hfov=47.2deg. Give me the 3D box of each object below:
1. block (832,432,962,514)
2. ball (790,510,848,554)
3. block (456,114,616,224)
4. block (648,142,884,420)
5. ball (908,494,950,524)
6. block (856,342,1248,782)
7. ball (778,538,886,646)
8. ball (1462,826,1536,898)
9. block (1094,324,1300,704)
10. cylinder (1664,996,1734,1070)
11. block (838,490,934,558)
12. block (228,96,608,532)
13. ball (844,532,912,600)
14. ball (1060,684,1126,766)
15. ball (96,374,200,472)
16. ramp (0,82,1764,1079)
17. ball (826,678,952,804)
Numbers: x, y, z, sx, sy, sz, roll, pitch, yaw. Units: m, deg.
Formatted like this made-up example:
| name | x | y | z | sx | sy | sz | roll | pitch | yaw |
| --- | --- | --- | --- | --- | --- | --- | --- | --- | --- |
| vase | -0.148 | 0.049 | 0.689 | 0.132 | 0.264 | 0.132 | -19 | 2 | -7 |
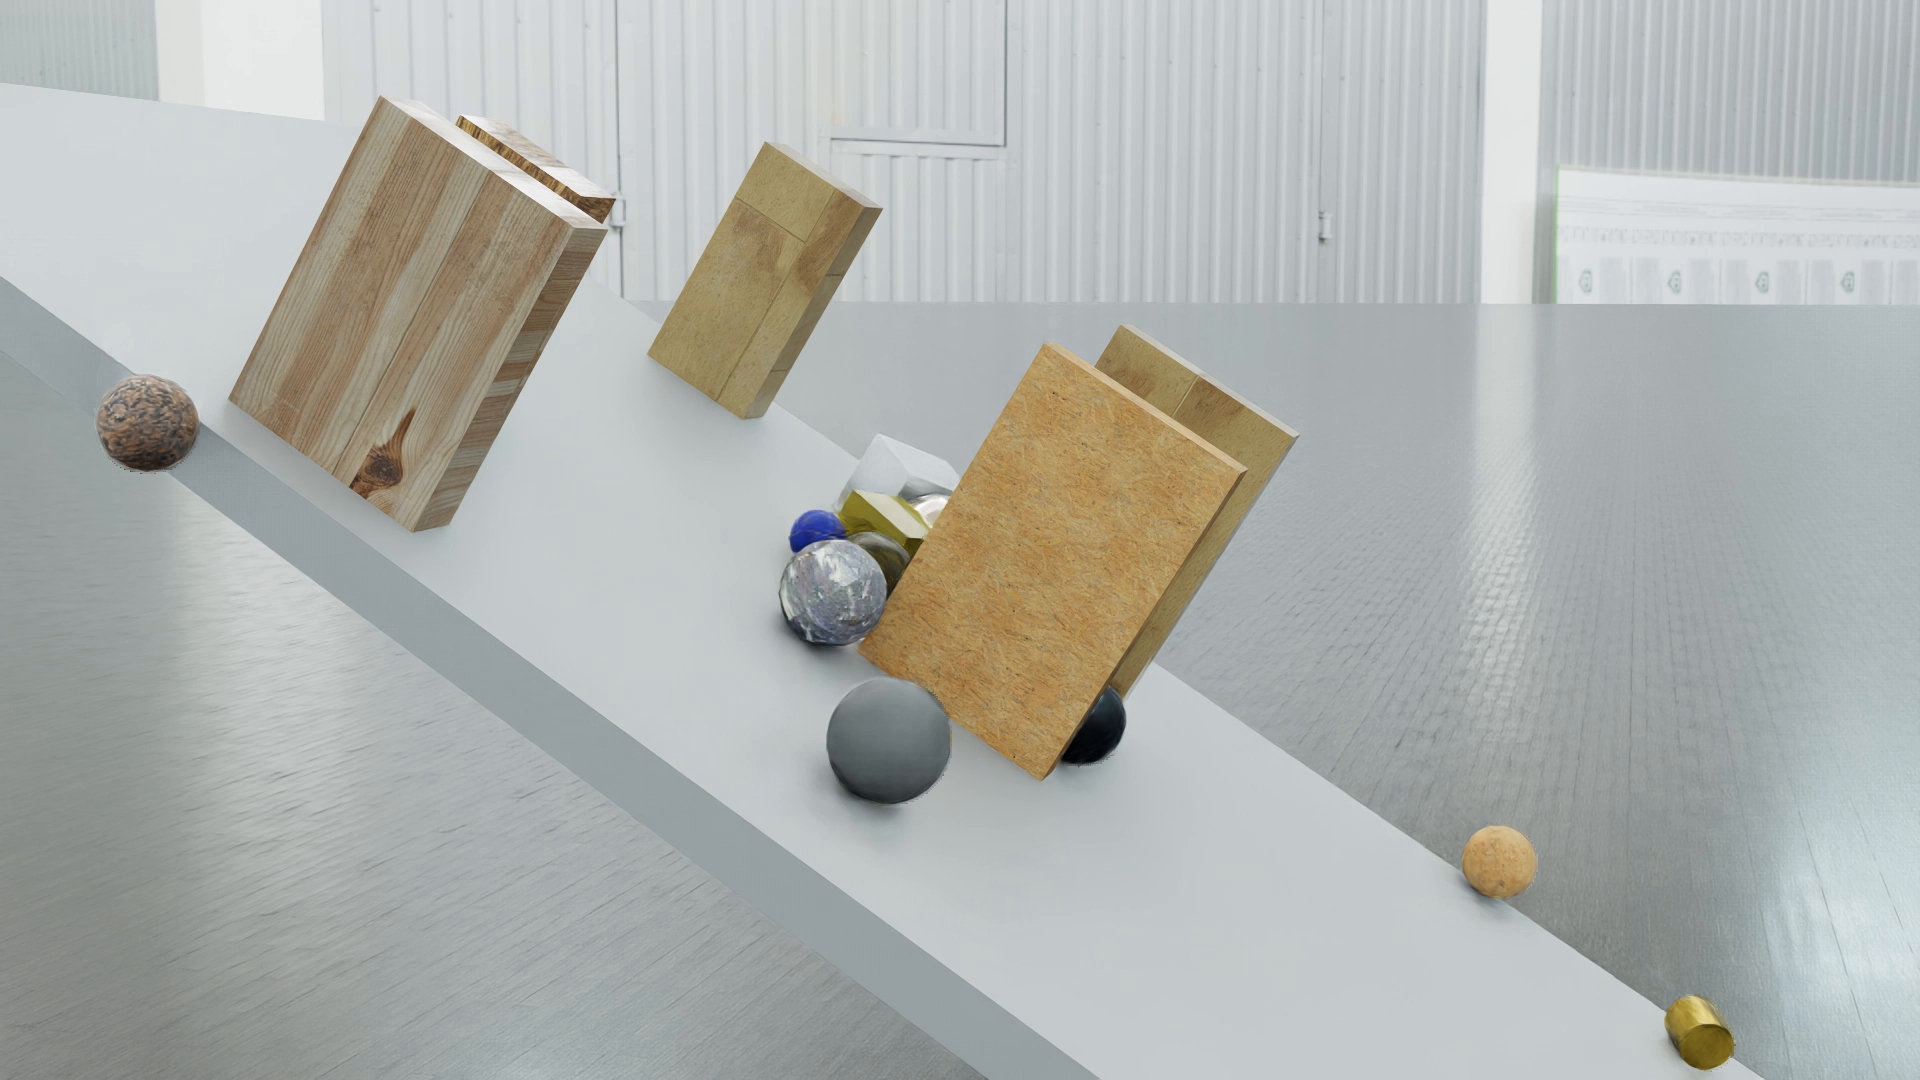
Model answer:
| name | x | y | z | sx | sy | sz | roll | pitch | yaw |
| --- | --- | --- | --- | --- | --- | --- | --- | --- | --- |
| block | -0.113 | -0.074 | 4.648 | 0.191 | 0.191 | 0.191 | 21 | 18 | -34 |
| ball | -0.273 | -0.003 | 4.235 | 0.111 | 0.111 | 0.111 | 0 | 7 | 0 |
| block | -0.863 | -0.486 | 3.952 | 0.272 | 0.466 | 0.138 | 34 | 15 | 11 |
| block | -0.438 | -0.578 | 4.920 | 0.271 | 0.552 | 0.126 | 34 | 15 | 11 |
| ball | -0.054 | 0.007 | 4.476 | 0.204 | 0.204 | 0.204 | 0 | 7 | 0 |
| block | 0.156 | 0.039 | 3.898 | 0.409 | 0.660 | 0.080 | 34 | 15 | 11 |
| ball | -0.225 | 0.093 | 3.890 | 0.191 | 0.191 | 0.191 | 0 | 7 | 0 |
| ball | 1.167 | 0.697 | 4.763 | 0.157 | 0.157 | 0.157 | 0 | 7 | 0 |
| block | 0.309 | -0.025 | 4.342 | 0.399 | 0.693 | 0.089 | 34 | 15 | 11 |
| cylinder | 1.522 | 1.016 | 4.532 | 0.108 | 0.108 | 0.108 | 0 | 18 | 0 |
| block | -0.149 | 0.023 | 4.316 | 0.165 | 0.165 | 0.165 | 40 | 17 | 30 |
| block | -0.840 | -0.346 | 3.393 | 0.377 | 0.544 | 0.111 | 34 | 15 | 11 |
| ball | -0.170 | 0.070 | 4.108 | 0.172 | 0.172 | 0.172 | 0 | 7 | 0 |
| ball | 0.223 | 0.331 | 4.054 | 0.168 | 0.168 | 0.168 | 0 | 7 | 0 |
| ball | -1.185 | -0.171 | 3.209 | 0.142 | 0.142 | 0.142 | 0 | 7 | 0 |
| ramp | -0.149 | 0.247 | 4.110 | 4.000 | 0.100 | 2.000 | 34 | 15 | 11 |
| ball | -0.110 | 0.311 | 3.407 | 0.194 | 0.194 | 0.194 | 0 | 7 | 0 |
